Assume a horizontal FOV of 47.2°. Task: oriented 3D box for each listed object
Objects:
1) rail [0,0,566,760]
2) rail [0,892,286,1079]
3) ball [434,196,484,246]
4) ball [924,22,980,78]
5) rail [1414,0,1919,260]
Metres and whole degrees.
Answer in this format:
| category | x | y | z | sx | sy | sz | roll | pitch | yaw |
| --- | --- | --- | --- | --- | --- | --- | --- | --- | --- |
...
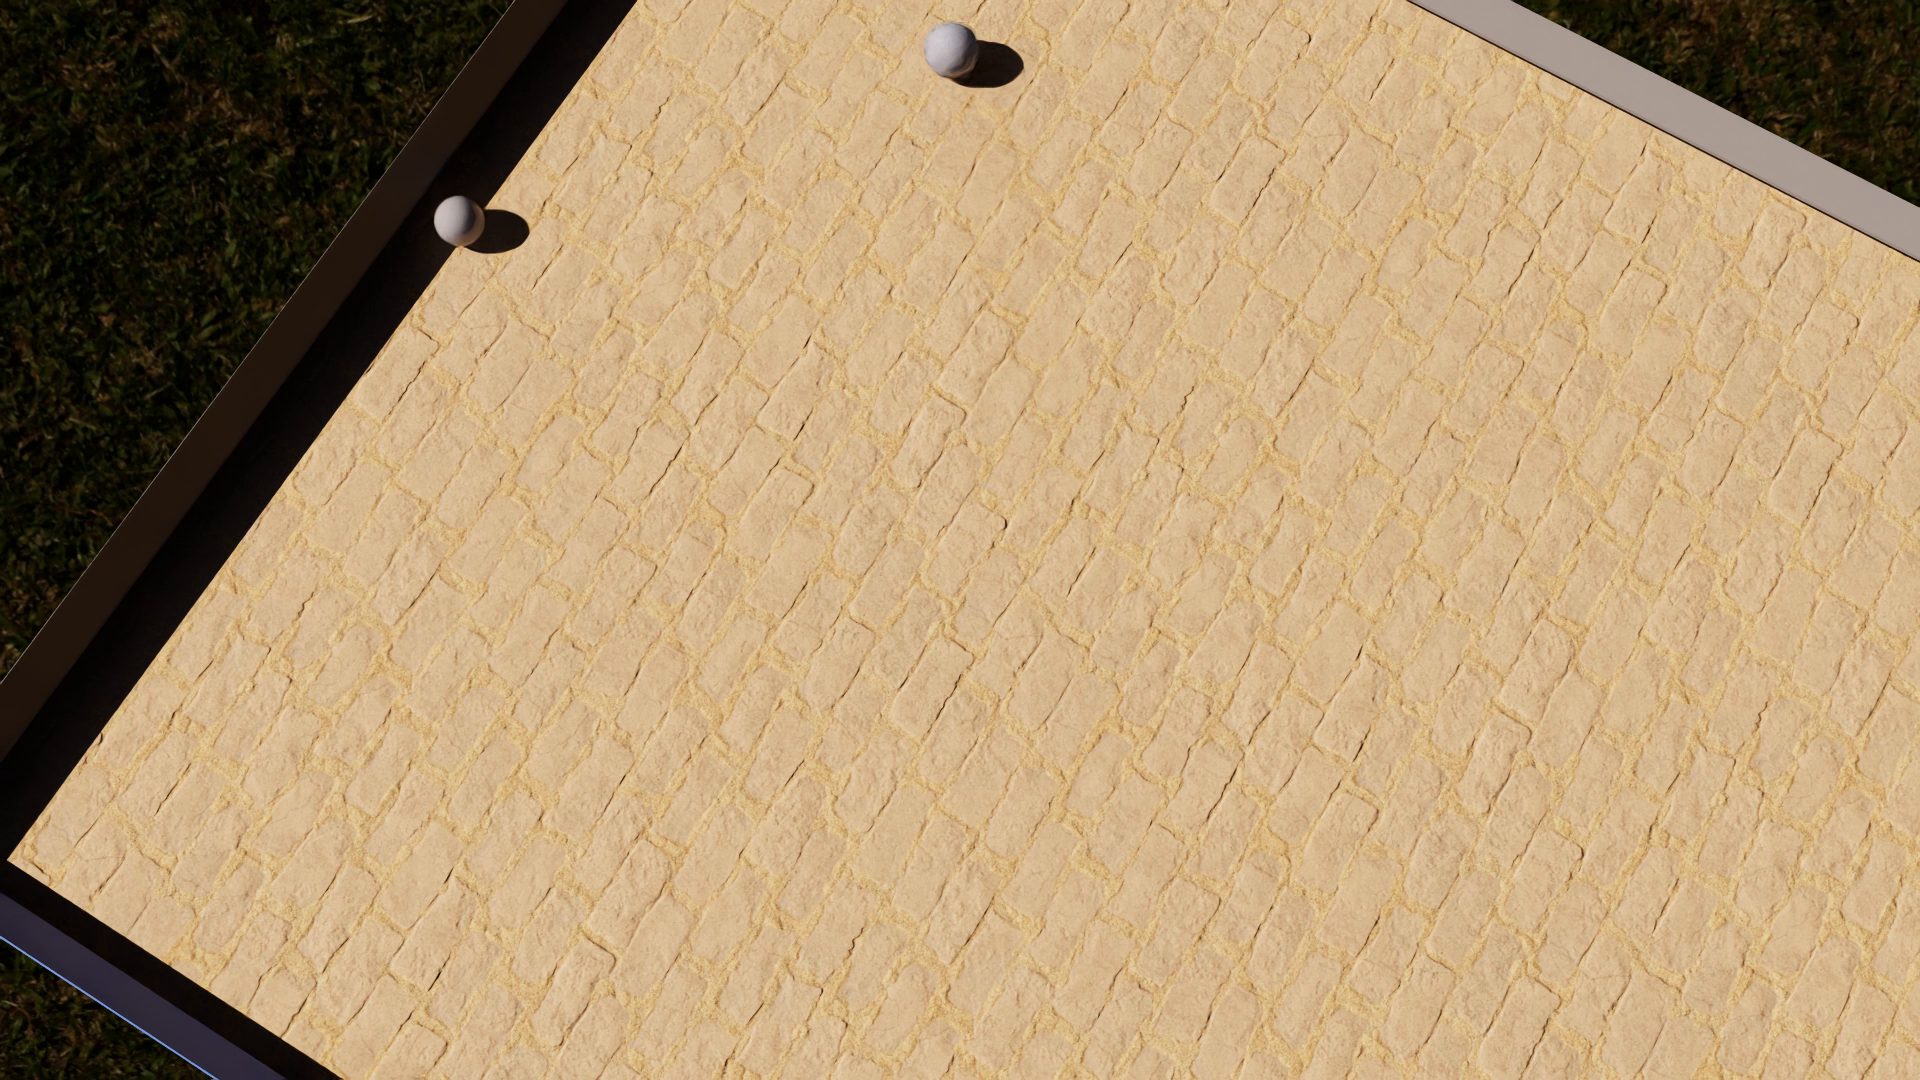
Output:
| category | x | y | z | sx | sy | sz | roll | pitch | yaw |
| --- | --- | --- | --- | --- | --- | --- | --- | --- | --- |
| rail | -0.909 | -0.527 | 3.529 | 0.045 | 0.118 | 2.463 | 30 | 75 | 9 |
| rail | 0.307 | 1.516 | 2.887 | 4.339 | 0.118 | 0.045 | 30 | 75 | 9 |
| ball | -0.807 | -0.515 | 3.546 | 0.080 | 0.080 | 0.080 | 0 | 73 | 0 |
| ball | -0.013 | -0.808 | 3.633 | 0.091 | 0.091 | 0.091 | 0 | 73 | 0 |
| rail | 1.552 | -0.459 | 3.508 | 4.339 | 0.118 | 0.045 | 30 | 75 | 9 |
